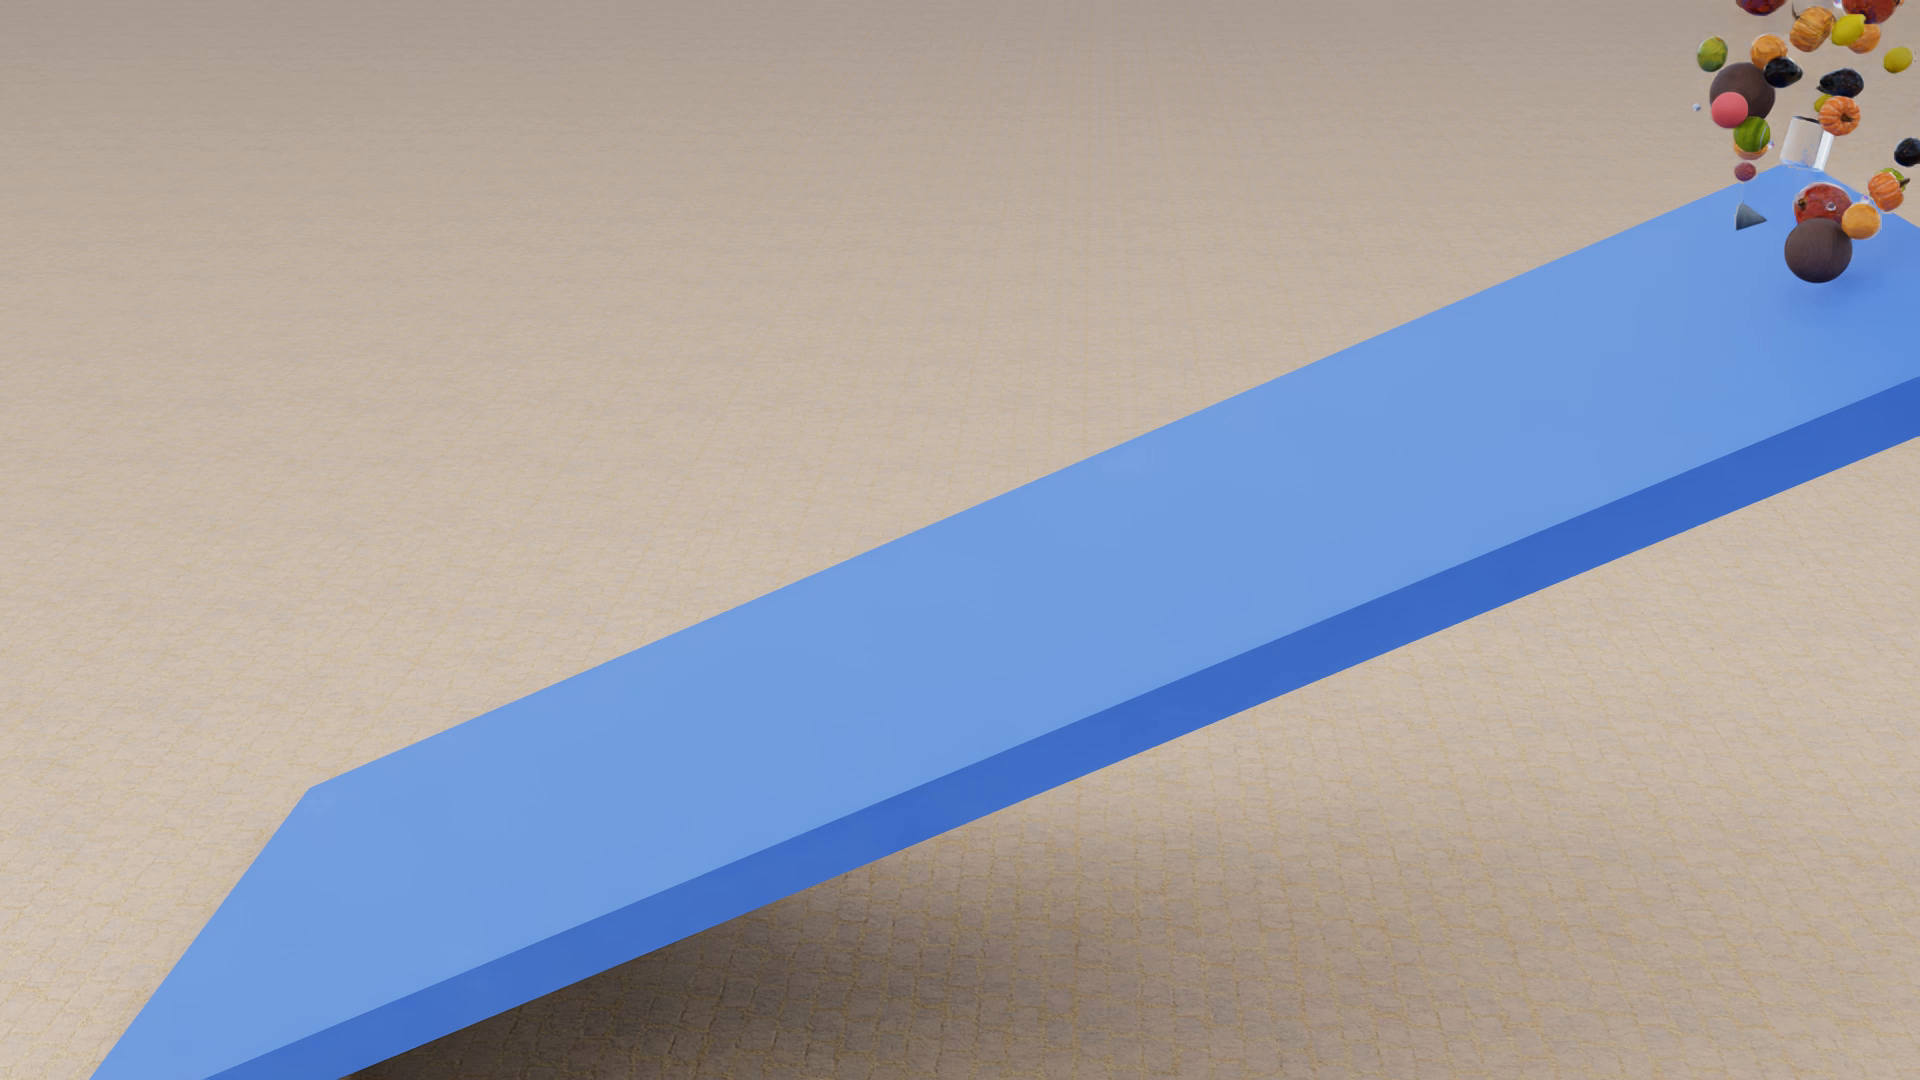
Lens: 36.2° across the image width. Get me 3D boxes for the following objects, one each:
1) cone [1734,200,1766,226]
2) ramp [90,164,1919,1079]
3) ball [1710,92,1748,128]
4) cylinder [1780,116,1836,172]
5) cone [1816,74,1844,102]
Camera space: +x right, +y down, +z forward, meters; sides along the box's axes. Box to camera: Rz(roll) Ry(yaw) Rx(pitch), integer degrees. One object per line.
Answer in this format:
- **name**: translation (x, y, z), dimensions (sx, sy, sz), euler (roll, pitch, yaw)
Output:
- **cone**: translation (1.594, -0.645, 5.905), dimensions (0.058, 0.058, 0.058), euler (33, 30, 26)
- **ramp**: translation (0.132, 0.170, 6.284), dimensions (4.000, 0.100, 2.000), euler (-23, 13, 8)
- **ball**: translation (1.478, -0.825, 5.648), dimensions (0.070, 0.070, 0.070), euler (0, 15, 0)
- **cylinder**: translation (1.748, -0.816, 6.062), dimensions (0.093, 0.093, 0.093), euler (16, 5, -1)
- **cone**: translation (1.752, -0.913, 5.937), dimensions (0.054, 0.054, 0.054), euler (0, 15, 4)
